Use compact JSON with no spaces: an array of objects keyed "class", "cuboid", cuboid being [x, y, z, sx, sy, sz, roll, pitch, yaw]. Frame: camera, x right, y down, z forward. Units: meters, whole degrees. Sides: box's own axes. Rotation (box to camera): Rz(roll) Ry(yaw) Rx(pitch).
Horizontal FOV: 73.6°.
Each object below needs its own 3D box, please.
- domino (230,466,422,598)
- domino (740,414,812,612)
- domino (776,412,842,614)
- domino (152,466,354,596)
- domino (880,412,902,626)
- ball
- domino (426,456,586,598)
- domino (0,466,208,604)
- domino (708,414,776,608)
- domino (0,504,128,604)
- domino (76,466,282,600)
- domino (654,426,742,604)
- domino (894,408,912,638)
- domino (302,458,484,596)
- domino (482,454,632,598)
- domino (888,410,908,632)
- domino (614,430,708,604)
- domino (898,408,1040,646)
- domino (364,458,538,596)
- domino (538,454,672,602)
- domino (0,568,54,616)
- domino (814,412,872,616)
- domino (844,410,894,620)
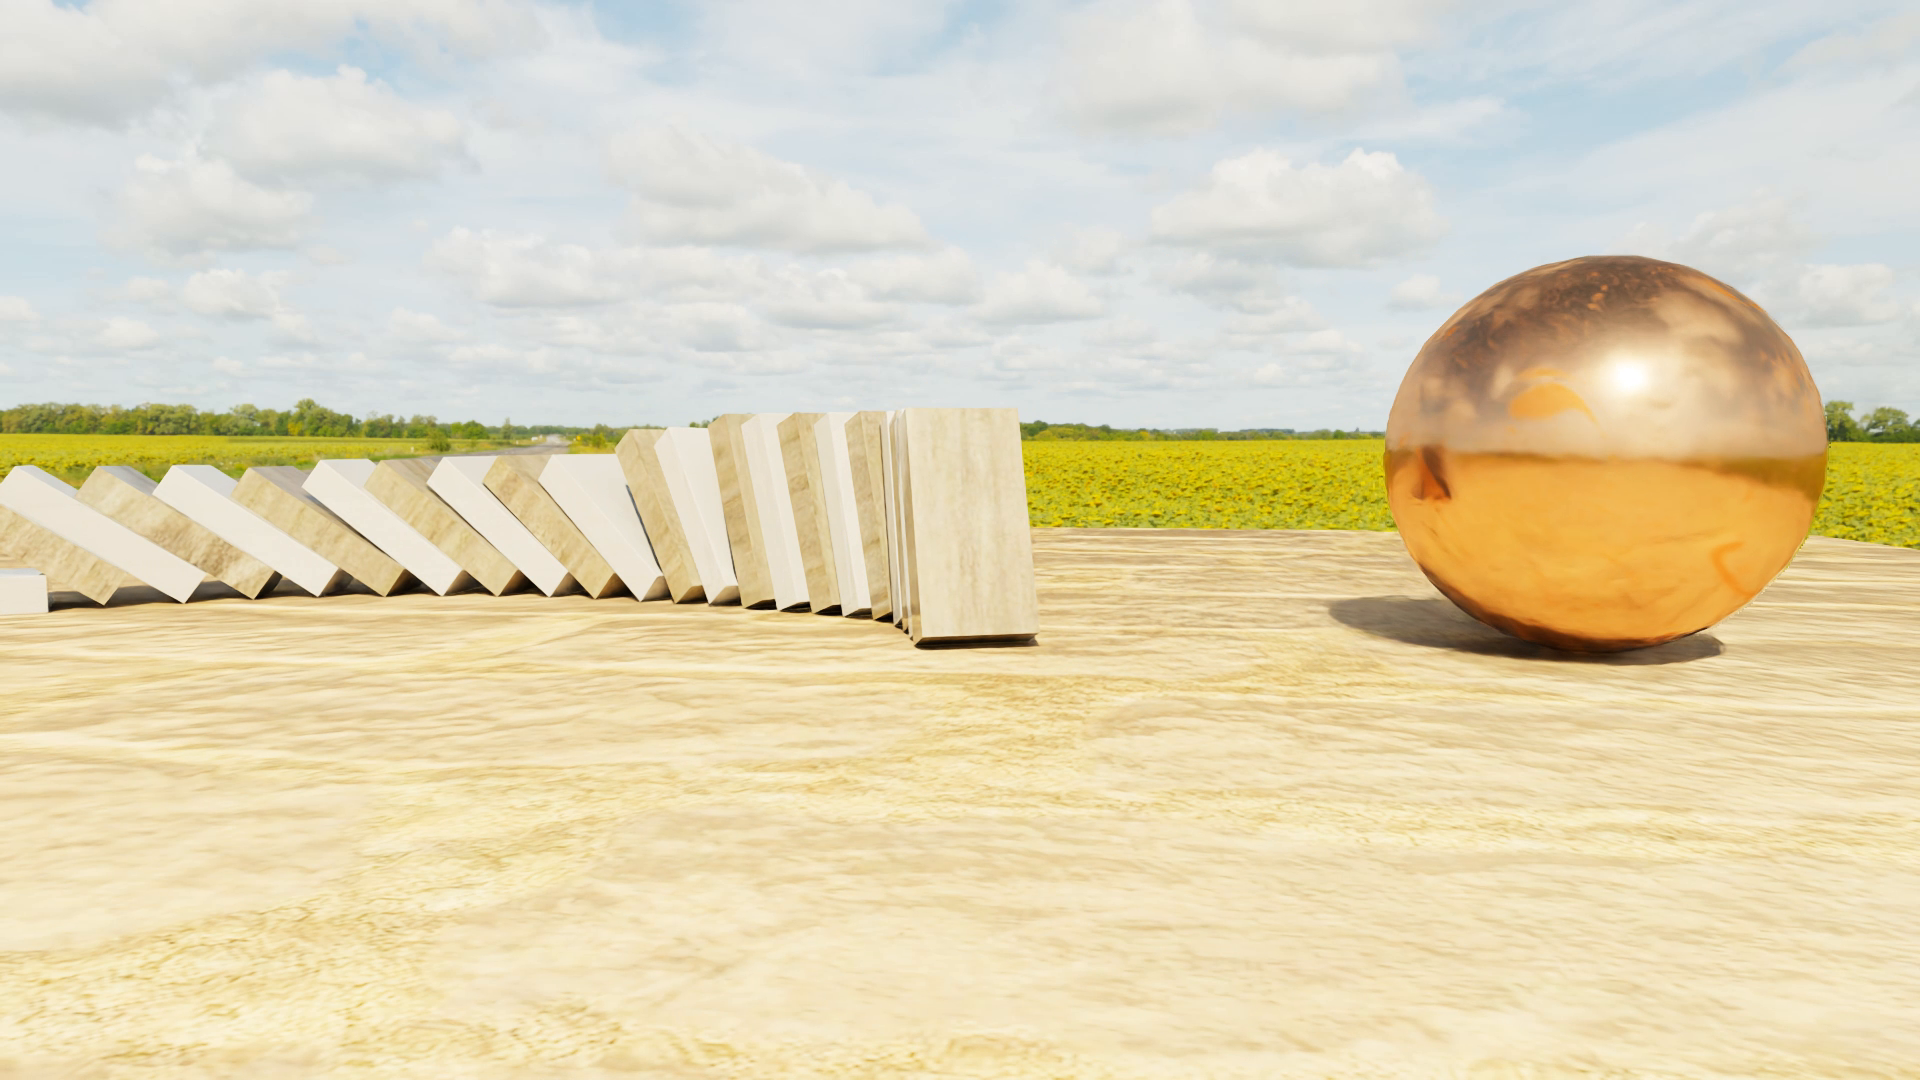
[{"class":"domino","cuboid":[-0.178,-0.003,0.367,0.050,0.009,0.025,34,3,-4]},{"class":"domino","cuboid":[-0.040,-0.008,0.336,0.025,0.050,0.009,-4,-13,-42]},{"class":"domino","cuboid":[-0.030,-0.007,0.330,0.025,0.050,0.010,-4,-13,-39]},{"class":"domino","cuboid":[-0.197,-0.003,0.362,0.050,0.009,0.025,35,-3,-9]},{"class":"domino","cuboid":[-0.004,-0.005,0.305,0.025,0.050,0.009,-1,-15,-14]},{"class":"ball","cuboid":[0.128,-0.017,0.261,0.080,0.080,0.080,0,4,0]},{"class":"domino","cuboid":[-0.126,-0.005,0.371,0.050,0.010,0.025,41,13,9]},{"class":"domino","cuboid":[-0.228,-0.002,0.343,0.050,0.010,0.025,37,-13,-24]},{"class":"domino","cuboid":[-0.049,-0.008,0.341,0.025,0.050,0.010,-4,-13,-42]},{"class":"domino","cuboid":[-0.242,-0.002,0.330,0.050,0.010,0.025,39,-17,-29]},{"class":"domino","cuboid":[-0.213,-0.002,0.355,0.050,0.010,0.025,35,-7,-16]},{"class":"domino","cuboid":[-0.063,-0.007,0.351,0.025,0.050,0.010,-2,-30,-44]},{"class":"domino","cuboid":[0.000,-0.004,0.285,0.025,0.050,0.009,-1,-15,-14]},{"class":"domino","cuboid":[-0.160,-0.004,0.370,0.050,0.009,0.025,38,6,1]},{"class":"domino","cuboid":[-0.110,-0.005,0.367,0.050,0.010,0.025,43,18,14]},{"class":"domino","cuboid":[-0.002,-0.005,0.295,0.025,0.050,0.010,-1,-15,-14]},{"class":"domino","cuboid":[-0.075,-0.007,0.356,0.025,0.050,0.010,-5,-28,-46]},{"class":"domino","cuboid":[0.001,-0.003,0.275,0.025,0.050,0.009,-1,-15,-14]},{"class":"domino","cuboid":[-0.144,-0.004,0.371,0.050,0.009,0.025,38,9,4]},{"class":"domino","cuboid":[-0.094,-0.004,0.363,0.050,0.009,0.025,45,24,19]},{"class":"domino","cuboid":[-0.258,0.014,0.320,0.050,0.010,0.025,-3,5,-33]},{"class":"domino","cuboid":[-0.020,-0.007,0.323,0.025,0.050,0.009,-3,-14,-31]},{"class":"domino","cuboid":[-0.012,-0.006,0.316,0.025,0.050,0.010,-2,-14,-30]}]
